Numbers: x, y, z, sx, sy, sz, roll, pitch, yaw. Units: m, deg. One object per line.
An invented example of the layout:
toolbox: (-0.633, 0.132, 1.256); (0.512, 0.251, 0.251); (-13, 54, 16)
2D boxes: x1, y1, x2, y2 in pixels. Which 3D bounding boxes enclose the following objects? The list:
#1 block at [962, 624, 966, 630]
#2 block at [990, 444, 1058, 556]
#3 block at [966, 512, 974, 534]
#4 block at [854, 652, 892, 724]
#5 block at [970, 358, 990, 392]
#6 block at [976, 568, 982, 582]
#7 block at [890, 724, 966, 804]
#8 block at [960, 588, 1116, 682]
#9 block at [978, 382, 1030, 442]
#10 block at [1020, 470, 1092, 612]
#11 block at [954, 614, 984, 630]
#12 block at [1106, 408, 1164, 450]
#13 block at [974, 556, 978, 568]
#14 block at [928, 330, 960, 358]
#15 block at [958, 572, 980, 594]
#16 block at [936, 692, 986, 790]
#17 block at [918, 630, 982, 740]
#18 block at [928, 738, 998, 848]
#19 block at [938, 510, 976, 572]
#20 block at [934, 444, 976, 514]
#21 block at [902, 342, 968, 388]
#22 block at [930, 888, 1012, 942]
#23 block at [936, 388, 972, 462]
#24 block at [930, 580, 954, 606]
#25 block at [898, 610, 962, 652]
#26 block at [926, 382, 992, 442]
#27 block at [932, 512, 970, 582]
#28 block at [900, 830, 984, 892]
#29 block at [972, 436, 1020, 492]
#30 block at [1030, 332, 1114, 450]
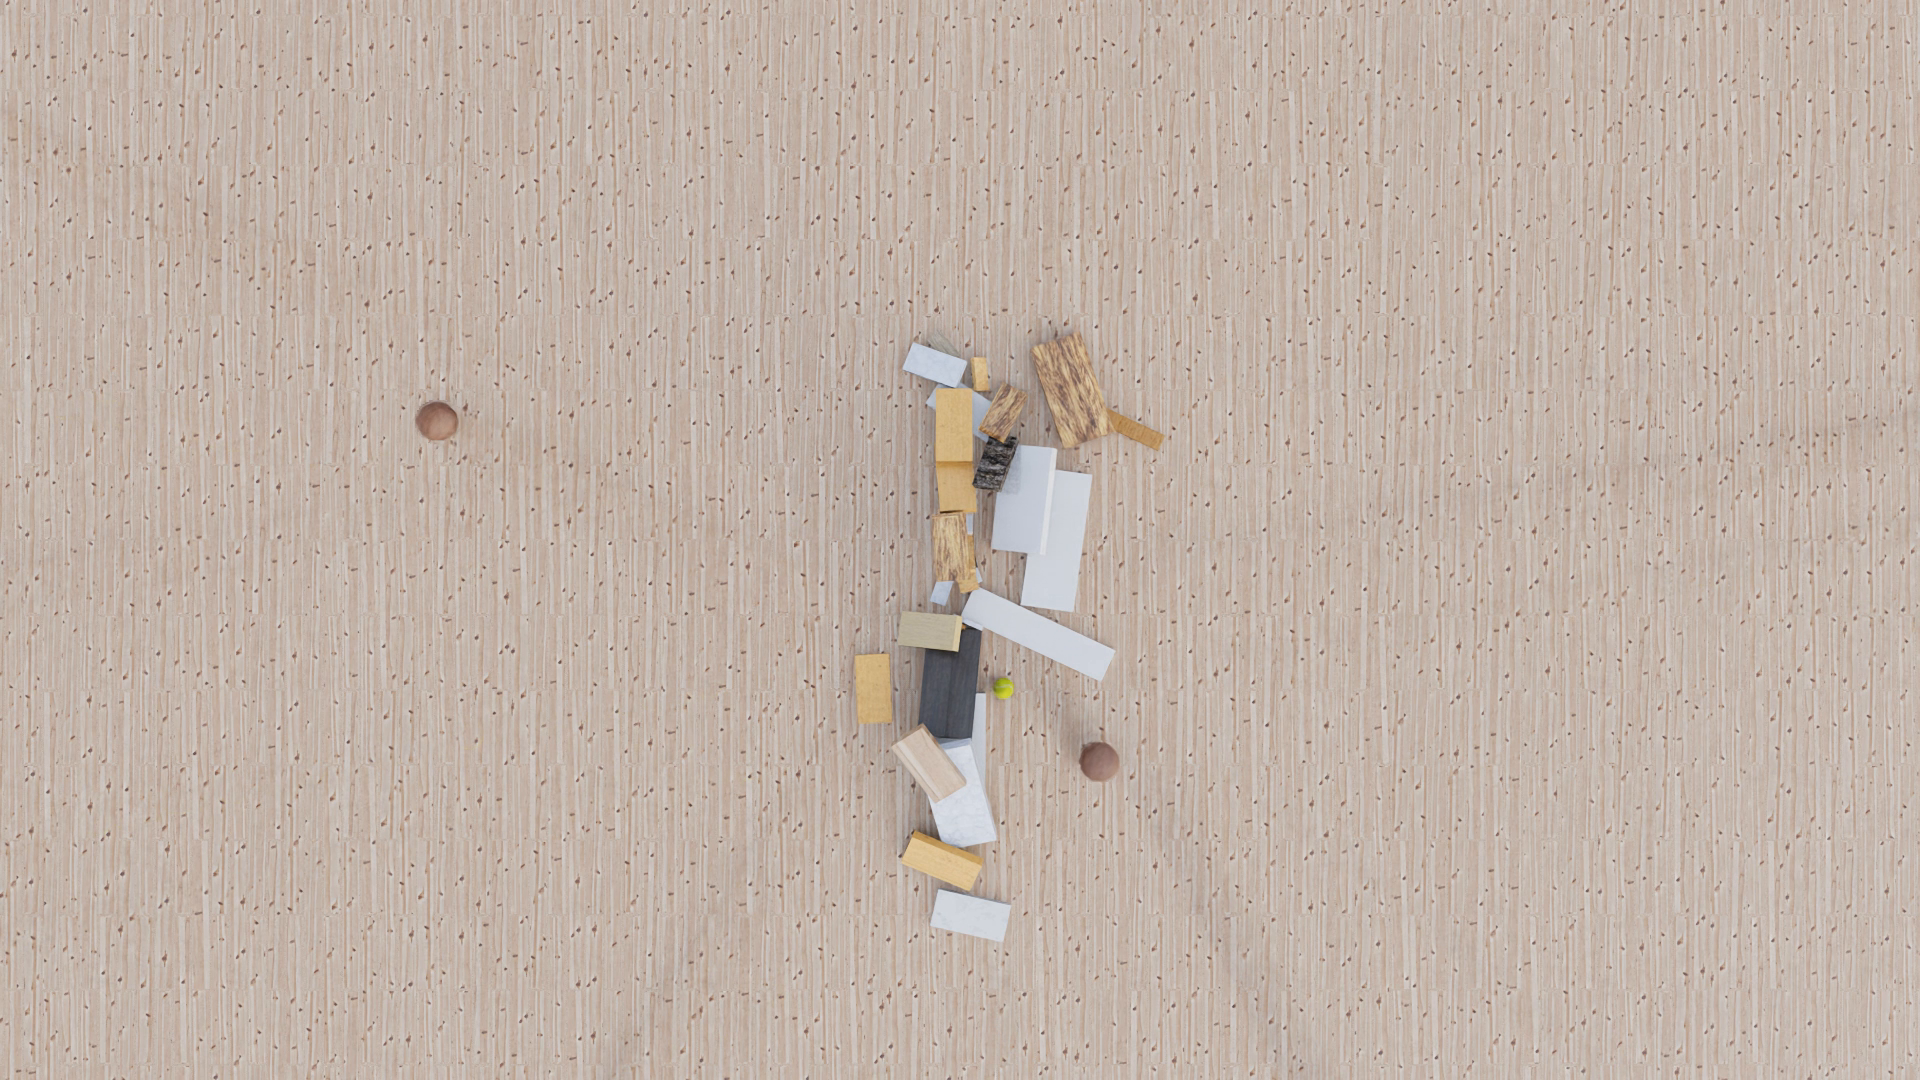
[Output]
block: (-0.010, 0.281, 5.446); (0.054, 0.107, 0.015); (14, 88, 0)
block: (0.211, -0.135, 5.440); (0.175, 0.050, 0.350); (6, 89, 24)
block: (-0.011, -0.128, 5.450); (0.110, 0.031, 0.221); (1, 71, -1)
block: (-0.287, 0.493, 5.484); (0.114, 0.032, 0.228); (-3, 90, 0)
block: (0.066, -0.550, 5.476); (0.055, 0.016, 0.111); (-5, 90, -42)
block: (0.024, 0.090, 5.491); (0.063, 0.018, 0.126); (-21, 90, 0)
block: (-0.100, 0.722, 5.326); (0.124, 0.035, 0.248); (-33, 105, 13)
block: (0.259, 0.310, 5.484); (0.514, 0.032, 0.114); (25, 90, 0)
block: (0.144, -0.422, 5.445); (0.096, 0.027, 0.193); (28, 64, 0)
block: (0.319, -0.001, 5.475); (0.175, 0.050, 0.458); (8, 90, 0)
block: (0.025, 0.274, 5.473); (0.107, 0.054, 0.015); (24, 85, 0)
block: (0.496, -0.404, 5.492); (0.386, 0.016, 0.055); (25, 90, 0)
block: (0.014, 0.037, 5.472); (0.063, 0.018, 0.126); (-14, 84, 1)
block: (-0.054, -0.641, 5.492); (0.055, 0.016, 0.111); (-40, 90, 0)
block: (0.018, 0.108, 5.448); (0.063, 0.018, 0.126); (-15, 84, 1)
block: (-0.006, 0.686, 5.475); (0.179, 0.051, 0.358); (0, 90, 0)
block: (-0.034, 0.471, 5.431); (0.179, 0.051, 0.358); (5, 77, 1)
block: (-0.009, 0.835, 5.408); (0.179, 0.051, 0.358); (-13, 109, 7)
block: (-0.011, 0.002, 5.445); (0.110, 0.031, 0.221); (-5, 71, 4)
block: (-0.016, -0.206, 5.442); (0.121, 0.034, 0.241); (-5, 71, -3)
block: (-0.083, -0.577, 5.462); (0.193, 0.027, 0.096); (21, 87, 14)
block: (0.036, 1.245, 5.482); (0.248, 0.035, 0.124); (13, 90, 0)
block: (-0.019, -0.377, 5.436); (0.121, 0.034, 0.241); (0, 84, -1)
block: (-0.058, 0.160, 5.492); (0.054, 0.015, 0.107); (19, 90, 0)
block: (-0.100, 0.299, 5.413); (0.228, 0.032, 0.114); (3, 82, 36)
block: (0.020, -0.439, 5.483); (0.241, 0.034, 0.121); (33, 90, 0)
block: (-0.028, 0.023, 5.380); (0.110, 0.031, 0.221); (-4, 89, 4)
block: (-0.059, 1.061, 5.452); (0.248, 0.035, 0.124); (22, 122, 0)
block: (0.117, -0.254, 5.414); (0.096, 0.027, 0.193); (10, 68, 25)
block: (0.370, -0.494, 5.460); (0.175, 0.050, 0.350); (-19, 90, 0)
